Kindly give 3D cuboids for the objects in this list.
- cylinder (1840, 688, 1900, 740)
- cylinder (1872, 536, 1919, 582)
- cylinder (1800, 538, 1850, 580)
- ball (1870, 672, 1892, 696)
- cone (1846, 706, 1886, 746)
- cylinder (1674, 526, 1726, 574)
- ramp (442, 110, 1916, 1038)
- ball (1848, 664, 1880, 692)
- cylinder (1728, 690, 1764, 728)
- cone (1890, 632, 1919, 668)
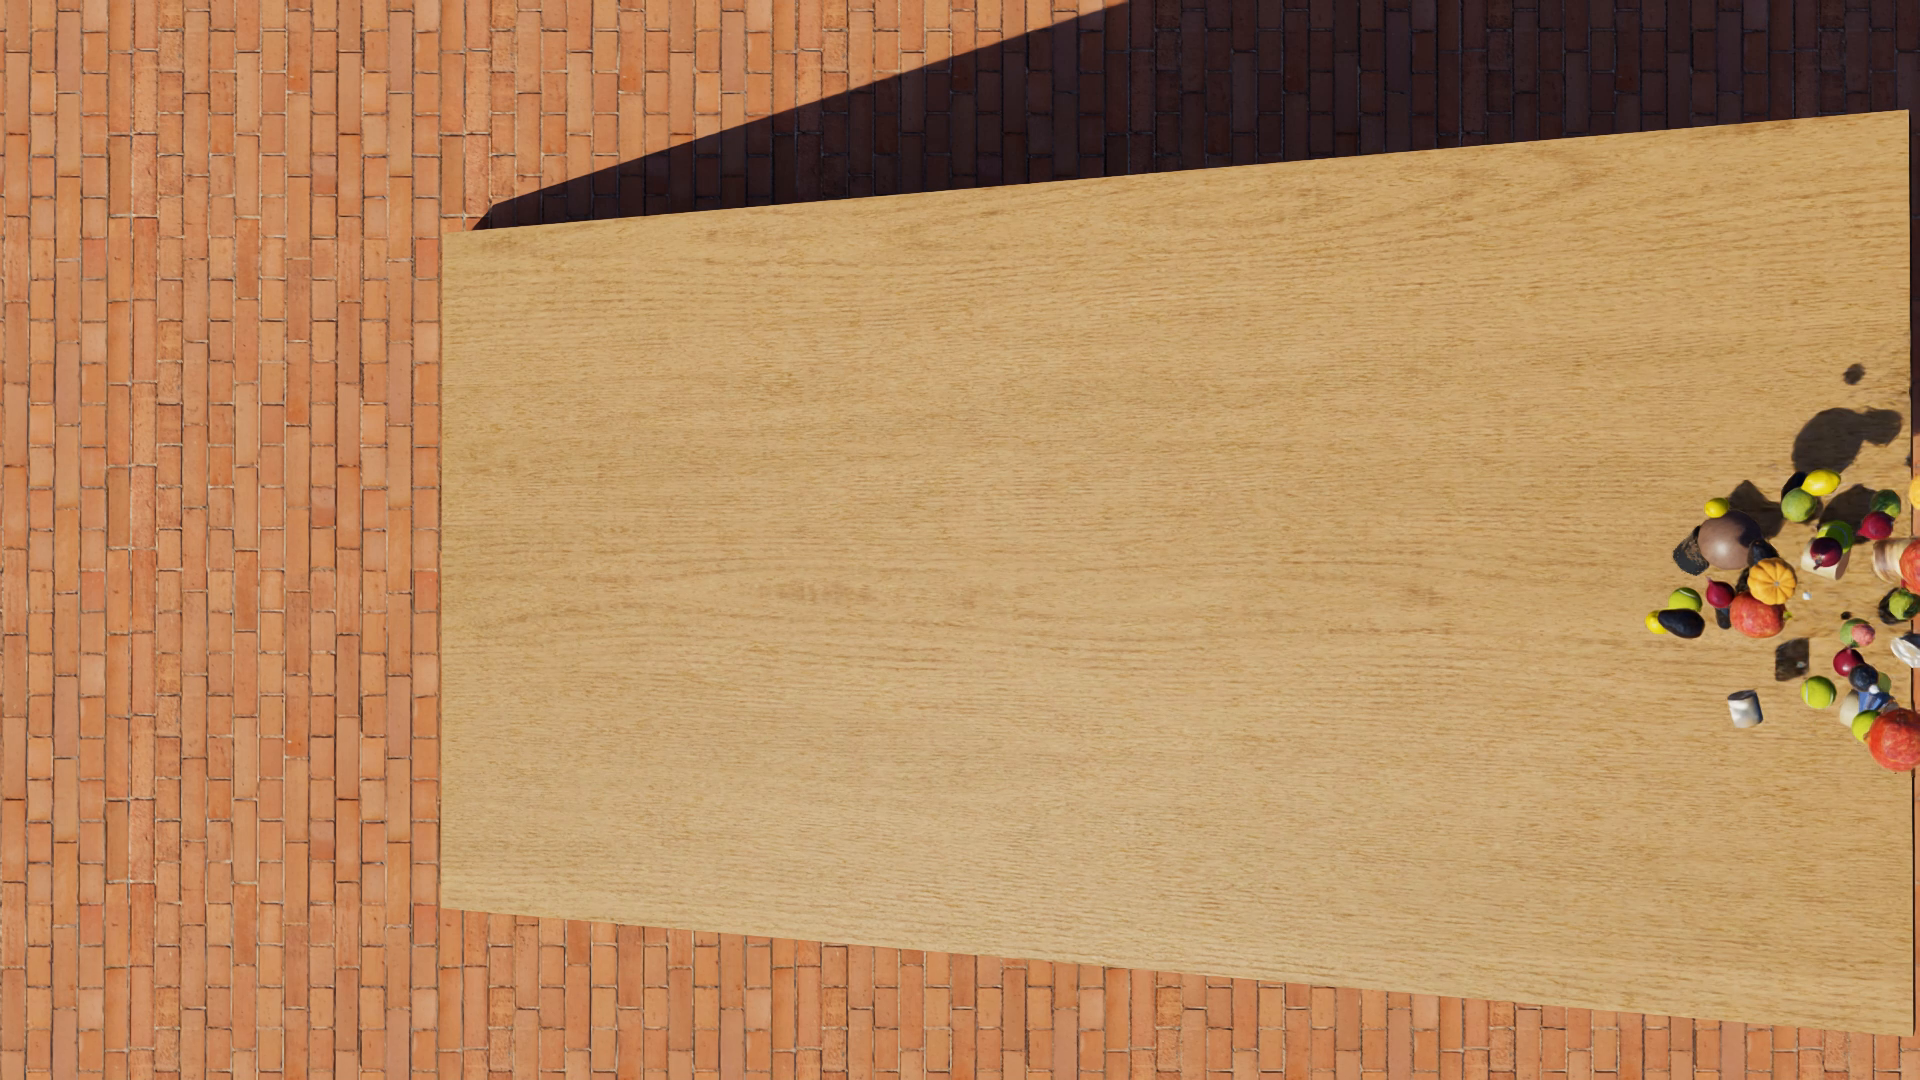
[{"bbox_3d":[1.890,0.360,4.570,0.084,0.084,0.084,-17,119,-33],"label":"cylinder"},{"bbox_3d":[1.726,0.034,4.024,0.079,0.079,0.079,4,83,-39],"label":"cylinder"},{"bbox_3d":[1.775,0.038,4.511,0.072,0.072,0.072,22,89,36],"label":"cylinder"},{"bbox_3d":[1.944,0.306,4.660,0.055,0.055,0.055,0,89,0],"label":"ball"},{"bbox_3d":[1.844,0.383,4.443,0.080,0.080,0.080,1,95,6],"label":"cone"},{"bbox_3d":[1.619,0.023,4.816,0.078,0.078,0.078,11,52,-14],"label":"cylinder"},{"bbox_3d":[0.280,0.080,5.673,4.000,0.100,2.000,0,89,26],"label":"ramp"},{"bbox_3d":[1.712,0.261,4.165,0.054,0.054,0.054,0,89,0],"label":"ball"},{"bbox_3d":[1.698,0.365,4.754,0.062,0.062,0.062,-18,100,0],"label":"cylinder"},{"bbox_3d":[1.735,0.183,3.977,0.069,0.069,0.069,-40,89,-15],"label":"cone"}]
